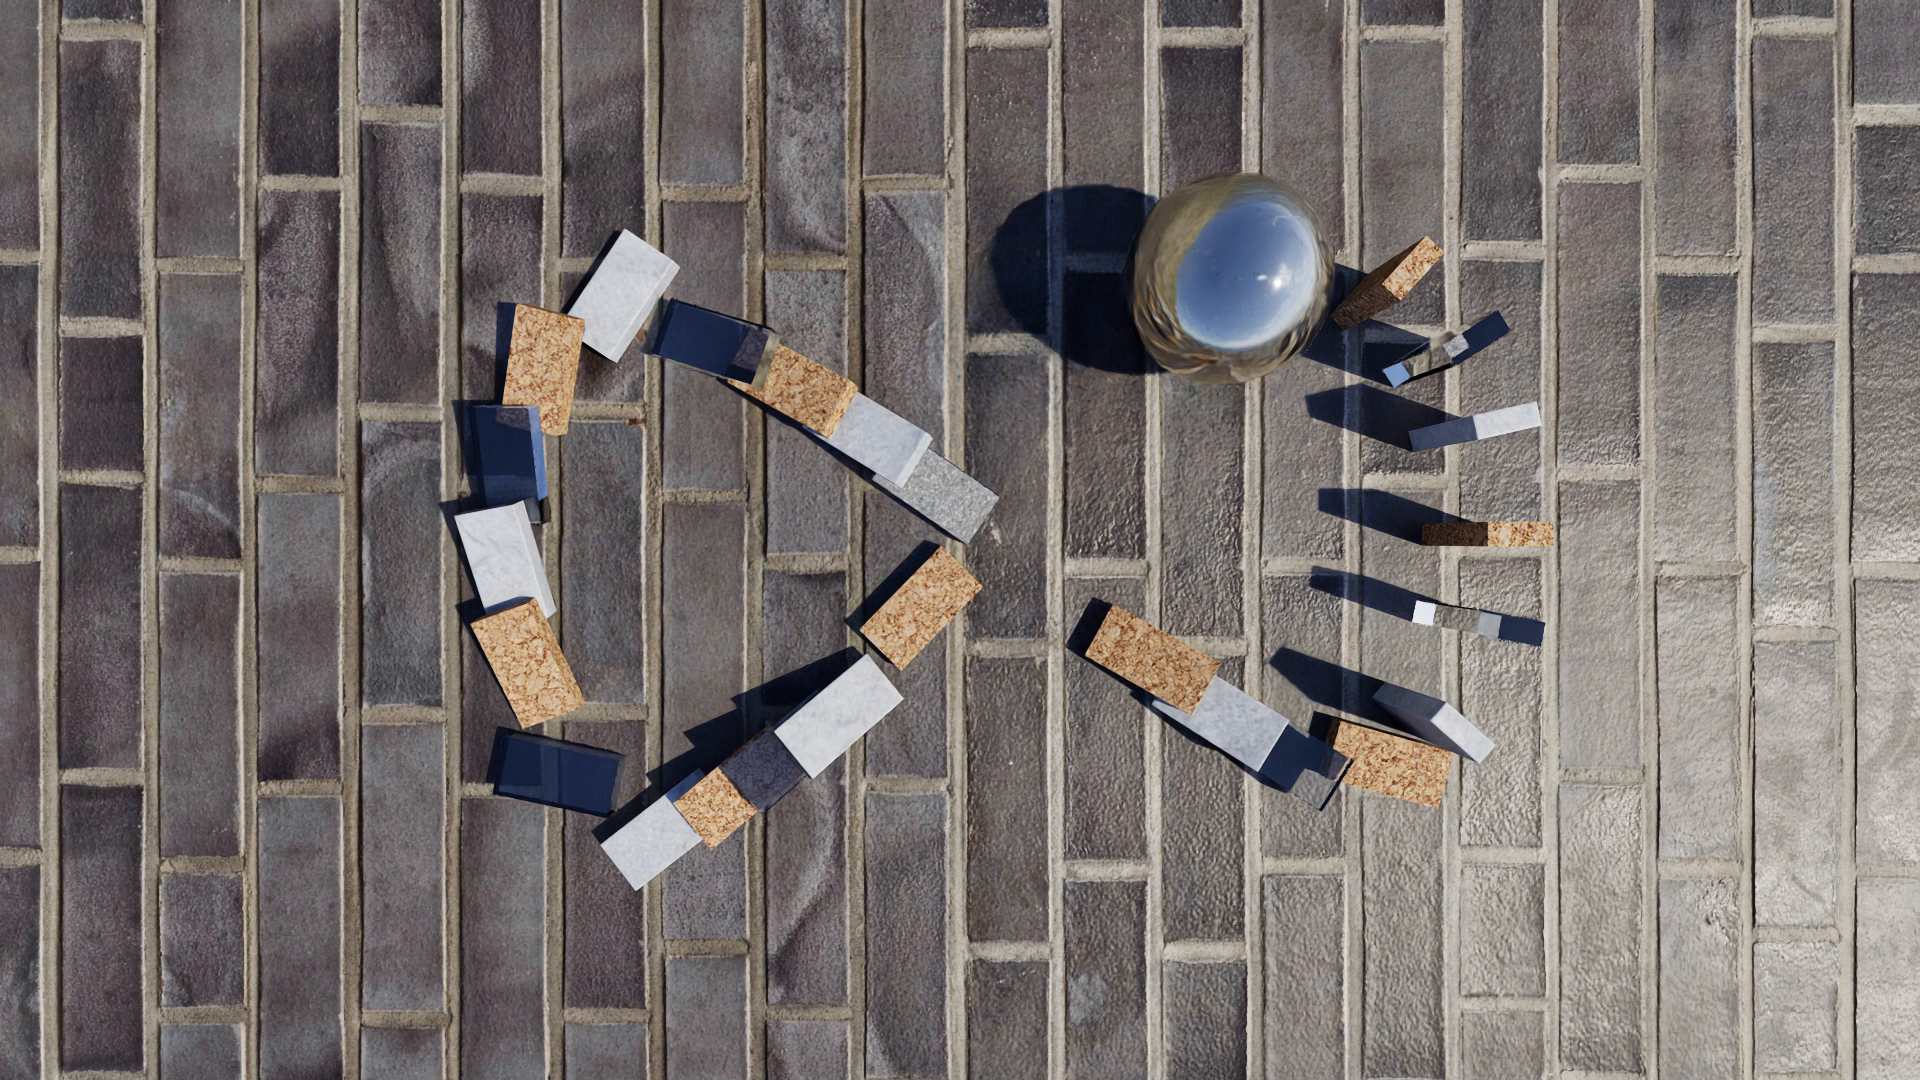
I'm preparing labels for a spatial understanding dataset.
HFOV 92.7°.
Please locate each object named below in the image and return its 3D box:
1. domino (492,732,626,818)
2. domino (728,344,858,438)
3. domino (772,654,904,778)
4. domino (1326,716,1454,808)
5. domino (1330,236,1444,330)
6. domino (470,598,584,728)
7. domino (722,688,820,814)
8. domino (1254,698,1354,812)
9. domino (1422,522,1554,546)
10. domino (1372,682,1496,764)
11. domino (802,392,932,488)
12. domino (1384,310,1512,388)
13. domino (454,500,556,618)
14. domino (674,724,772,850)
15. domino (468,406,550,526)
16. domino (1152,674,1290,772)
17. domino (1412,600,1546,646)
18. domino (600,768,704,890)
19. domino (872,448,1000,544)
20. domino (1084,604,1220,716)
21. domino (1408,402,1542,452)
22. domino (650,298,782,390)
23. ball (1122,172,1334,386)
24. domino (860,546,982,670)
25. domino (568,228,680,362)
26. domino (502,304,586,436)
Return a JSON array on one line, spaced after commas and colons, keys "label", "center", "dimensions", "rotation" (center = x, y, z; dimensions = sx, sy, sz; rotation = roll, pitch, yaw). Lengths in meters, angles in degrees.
[{"label": "domino", "center": [-0.172, 0.101, 0.395], "dimensions": [0.050, 0.010, 0.025], "rotation": [12, 90, 0]}, {"label": "domino", "center": [-0.071, -0.066, 0.389], "dimensions": [0.050, 0.009, 0.025], "rotation": [29, 90, 15]}, {"label": "domino", "center": [-0.051, 0.074, 0.386], "dimensions": [0.050, 0.010, 0.025], "rotation": [-39, 90, -22]}, {"label": "domino", "center": [0.183, 0.096, 0.395], "dimensions": [0.050, 0.010, 0.025], "rotation": [16, 90, 0]}, {"label": "domino", "center": [0.173, -0.104, 0.375], "dimensions": [0.009, 0.050, 0.025], "rotation": [43, 90, 0]}, {"label": "domino", "center": [-0.183, 0.052, 0.390], "dimensions": [0.025, 0.009, 0.050], "rotation": [-20, 103, 0]}, {"label": "domino", "center": [-0.072, 0.089, 0.386], "dimensions": [0.050, 0.009, 0.025], "rotation": [-40, 90, -22]}, {"label": "domino", "center": [0.137, 0.090, 0.390], "dimensions": [0.050, 0.010, 0.025], "rotation": [32, 90, 13]}, {"label": "domino", "center": [0.214, -0.002, 0.375], "dimensions": [0.025, 0.050, 0.010], "rotation": [0, 90, 0]}, {"label": "domino", "center": [0.192, 0.074, 0.375], "dimensions": [0.025, 0.050, 0.009], "rotation": [41, 90, 0]}, {"label": "domino", "center": [-0.039, -0.046, 0.389], "dimensions": [0.050, 0.010, 0.025], "rotation": [32, 90, 15]}, {"label": "domino", "center": [0.198, -0.077, 0.375], "dimensions": [0.025, 0.050, 0.010], "rotation": [-32, 90, 0]}, {"label": "domino", "center": [-0.193, 0.010, 0.389], "dimensions": [0.025, 0.009, 0.050], "rotation": [-11, 104, 0]}, {"label": "domino", "center": [-0.093, 0.104, 0.389], "dimensions": [0.050, 0.010, 0.025], "rotation": [-39, 90, -15]}, {"label": "domino", "center": [-0.191, -0.032, 0.389], "dimensions": [0.025, 0.009, 0.050], "rotation": [0, 104, 0]}, {"label": "domino", "center": [0.110, 0.073, 0.388], "dimensions": [0.050, 0.010, 0.025], "rotation": [32, 90, 18]}, {"label": "domino", "center": [0.211, 0.034, 0.375], "dimensions": [0.025, 0.050, 0.009], "rotation": [12, 90, 0]}, {"label": "domino", "center": [-0.126, 0.124, 0.395], "dimensions": [0.050, 0.010, 0.025], "rotation": [-38, 90, 0]}, {"label": "domino", "center": [-0.010, -0.022, 0.395], "dimensions": [0.050, 0.009, 0.025], "rotation": [34, 90, 0]}, {"label": "domino", "center": [0.081, 0.050, 0.388], "dimensions": [0.050, 0.010, 0.025], "rotation": [29, 90, 16]}, {"label": "domino", "center": [0.209, -0.046, 0.375], "dimensions": [0.025, 0.050, 0.009], "rotation": [-13, 90, 0]}, {"label": "domino", "center": [-0.104, -0.083, 0.389], "dimensions": [0.050, 0.010, 0.025], "rotation": [19, 88, 15]}, {"label": "ball", "center": [0.104, -0.101, 0.360], "dimensions": [0.080, 0.080, 0.080], "rotation": [0, 90, 0]}, {"label": "domino", "center": [-0.017, 0.029, 0.395], "dimensions": [0.025, 0.010, 0.050], "rotation": [44, 90, 0]}, {"label": "domino", "center": [-0.146, -0.105, 0.395], "dimensions": [0.025, 0.009, 0.050], "rotation": [34, 90, 0]}, {"label": "domino", "center": [-0.178, -0.072, 0.390], "dimensions": [0.025, 0.010, 0.050], "rotation": [15, 104, 0]}]
